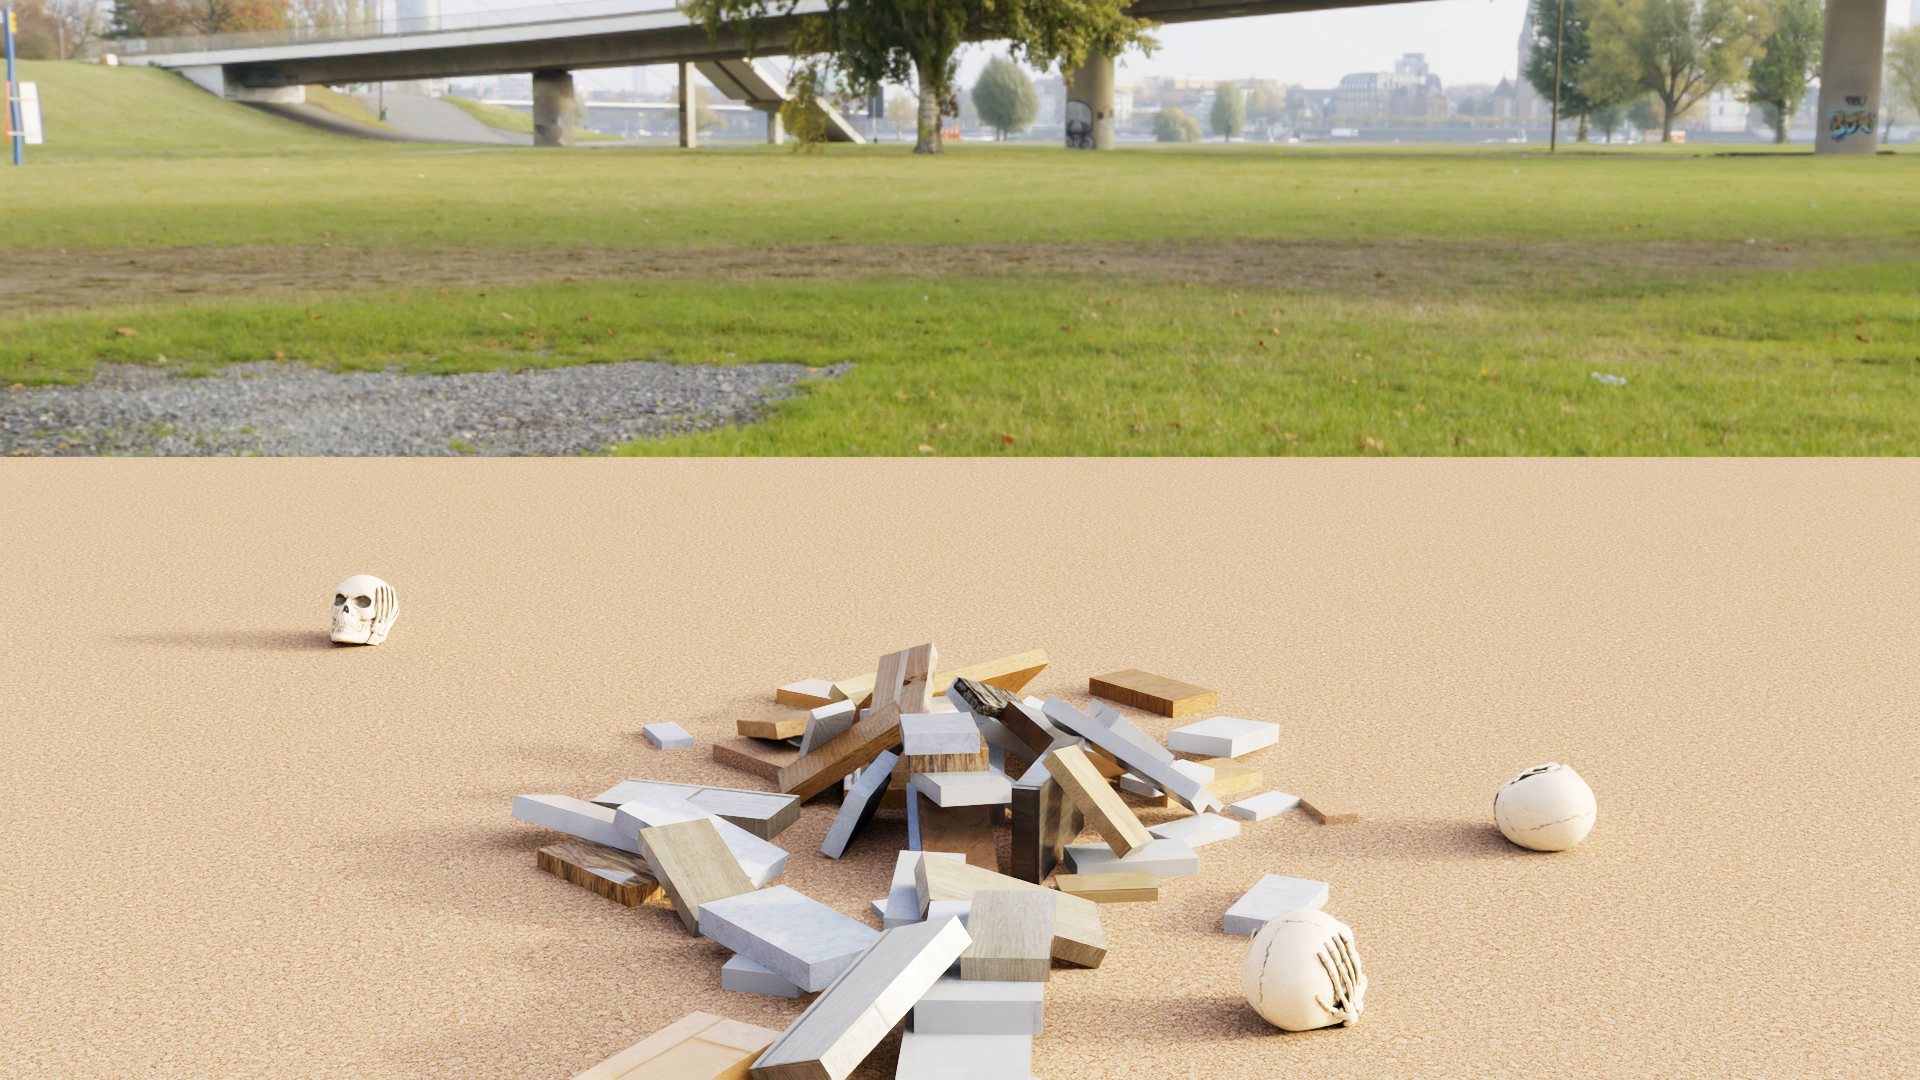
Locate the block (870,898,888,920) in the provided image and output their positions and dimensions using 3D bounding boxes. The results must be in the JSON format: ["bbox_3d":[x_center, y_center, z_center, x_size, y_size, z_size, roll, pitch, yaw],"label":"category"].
[{"bbox_3d":[-0.102,0.604,3.555,0.051,0.015,0.103,-4,11,-22],"label":"block"}]

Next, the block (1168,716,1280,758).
[{"bbox_3d":[0.541,0.401,4.489,0.135,0.038,0.270,6,5,28],"label":"block"}]

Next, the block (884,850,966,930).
[{"bbox_3d":[-0.053,0.546,3.398,0.104,0.030,0.209,2,21,5],"label":"block"}]

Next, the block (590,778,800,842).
[{"bbox_3d":[-0.487,0.497,4.054,0.352,0.043,0.152,4,11,18],"label":"block"}]

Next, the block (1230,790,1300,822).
[{"bbox_3d":[0.572,0.497,4.118,0.128,0.018,0.064,-9,14,-41],"label":"block"}]

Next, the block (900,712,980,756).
[{"bbox_3d":[-0.038,0.340,3.873,0.128,0.036,0.256,-1,3,-3],"label":"block"}]

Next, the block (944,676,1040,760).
[{"bbox_3d":[0.124,0.366,4.267,0.304,0.043,0.152,25,16,-38],"label":"block"}]

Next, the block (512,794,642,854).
[{"bbox_3d":[-0.633,0.502,3.881,0.292,0.038,0.135,11,-1,28],"label":"block"}]

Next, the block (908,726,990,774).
[{"bbox_3d":[-0.024,0.374,3.928,0.135,0.038,0.271,-1,3,-3],"label":"block"}]

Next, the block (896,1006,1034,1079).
[{"bbox_3d":[0.005,0.701,2.849,0.171,0.048,0.669,0,13,3],"label":"block"}]

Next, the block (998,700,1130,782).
[{"bbox_3d":[0.222,0.390,4.199,0.304,0.043,0.152,20,14,-49],"label":"block"}]

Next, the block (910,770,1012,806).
[{"bbox_3d":[-0.001,0.418,3.779,0.120,0.034,0.240,-2,3,-13],"label":"block"}]

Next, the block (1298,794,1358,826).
[{"bbox_3d":[0.685,0.501,4.097,0.064,0.018,0.128,-3,11,-14],"label":"block"}]

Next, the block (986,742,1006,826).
[{"bbox_3d":[0.003,0.439,4.168,0.162,0.046,0.324,0,23,0],"label":"block"}]

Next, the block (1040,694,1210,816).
[{"bbox_3d":[0.301,0.393,4.017,0.329,0.034,0.120,30,-10,22],"label":"block"}]

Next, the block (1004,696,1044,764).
[{"bbox_3d":[0.158,0.390,4.488,0.135,0.038,0.270,25,15,13],"label":"block"}]

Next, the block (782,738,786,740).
[{"bbox_3d":[-0.361,0.401,4.636,0.068,0.019,0.137,-7,13,-34],"label":"block"}]

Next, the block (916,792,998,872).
[{"bbox_3d":[-0.006,0.508,3.712,0.120,0.034,0.240,-1,30,-4],"label":"block"}]

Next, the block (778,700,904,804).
[{"bbox_3d":[-0.221,0.407,4.177,0.265,0.035,0.124,-32,17,0],"label":"block"}]

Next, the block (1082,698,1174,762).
[{"bbox_3d":[0.331,0.385,4.362,0.135,0.038,0.270,38,-3,-8],"label":"block"}]

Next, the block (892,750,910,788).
[{"bbox_3d":[-0.048,0.402,4.063,0.111,0.031,0.221,3,18,11],"label":"block"}]

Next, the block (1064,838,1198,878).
[{"bbox_3d":[0.294,0.551,3.794,0.213,0.030,0.107,-2,11,-10],"label":"block"}]

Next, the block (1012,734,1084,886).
[{"bbox_3d":[0.157,0.470,3.849,0.048,0.171,0.341,3,11,16],"label":"block"}]

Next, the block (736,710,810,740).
[{"bbox_3d":[-0.359,0.373,4.458,0.115,0.033,0.230,-9,1,-26],"label":"block"}]

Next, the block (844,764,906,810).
[{"bbox_3d":[-0.158,0.462,4.256,0.135,0.038,0.270,-1,11,-3],"label":"block"}]

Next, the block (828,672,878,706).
[{"bbox_3d":[-0.168,0.339,4.789,0.115,0.033,0.230,39,29,27],"label":"block"}]

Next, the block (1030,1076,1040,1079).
[{"bbox_3d":[0.068,0.720,2.932,0.046,0.013,0.092,-9,14,-40],"label":"block"}]

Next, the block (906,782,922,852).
[{"bbox_3d":[-0.036,0.503,3.854,0.111,0.031,0.221,-1,30,-3],"label":"block"}]

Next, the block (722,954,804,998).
[{"bbox_3d":[-0.261,0.632,3.352,0.120,0.034,0.239,3,11,16],"label":"block"}]

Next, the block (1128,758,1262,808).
[{"bbox_3d":[0.455,0.467,4.243,0.234,0.033,0.117,-7,13,-33],"label":"block"}]

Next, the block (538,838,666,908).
[{"bbox_3d":[-0.593,0.560,3.737,0.117,0.033,0.273,-10,14,-43],"label":"block"}]

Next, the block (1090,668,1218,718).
[{"bbox_3d":[0.429,0.341,4.906,0.135,0.038,0.270,-8,13,-38],"label":"block"}]

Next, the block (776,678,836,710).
[{"bbox_3d":[-0.279,0.350,4.869,0.234,0.033,0.117,8,13,36],"label":"block"}]

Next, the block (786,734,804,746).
[{"bbox_3d":[-0.275,0.414,4.448,0.137,0.019,0.068,13,-1,-23],"label":"block"}]

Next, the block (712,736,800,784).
[{"bbox_3d":[-0.370,0.438,4.393,0.124,0.035,0.247,-9,14,-41],"label":"block"}]

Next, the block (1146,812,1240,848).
[{"bbox_3d":[0.417,0.525,3.956,0.161,0.023,0.081,-8,13,-37],"label":"block"}]

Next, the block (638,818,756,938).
[{"bbox_3d":[-0.421,0.547,3.579,0.124,0.035,0.248,-6,32,-29],"label":"block"}]

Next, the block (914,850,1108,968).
[{"bbox_3d":[0.076,0.563,3.352,0.292,0.036,0.128,19,22,-15],"label":"block"}]

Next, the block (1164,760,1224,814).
[{"bbox_3d":[0.422,0.457,4.055,0.018,0.128,0.064,-51,9,-21],"label":"block"}]

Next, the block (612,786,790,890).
[{"bbox_3d":[-0.442,0.512,3.748,0.271,0.038,0.135,24,18,18],"label":"block"}]

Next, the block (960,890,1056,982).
[{"bbox_3d":[0.071,0.553,3.085,0.120,0.034,0.239,0,13,5],"label":"block"}]

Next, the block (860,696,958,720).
[{"bbox_3d":[-0.047,0.360,4.503,0.162,0.046,0.324,1,2,32],"label":"block"}]

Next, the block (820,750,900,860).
[{"bbox_3d":[-0.176,0.472,3.945,0.036,0.128,0.256,27,15,6],"label":"block"}]

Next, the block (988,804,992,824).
[{"bbox_3d":[-0.006,0.507,3.782,0.120,0.034,0.240,0,30,-2],"label":"block"}]

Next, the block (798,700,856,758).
[{"bbox_3d":[-0.258,0.376,4.236,0.084,0.168,0.024,-14,54,-26],"label":"block"}]

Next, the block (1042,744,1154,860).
[{"bbox_3d":[0.236,0.447,3.771,0.213,0.030,0.107,50,19,16],"label":"block"}]

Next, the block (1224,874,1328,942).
[{"bbox_3d":[0.514,0.594,3.562,0.107,0.030,0.213,5,12,26],"label":"block"}]

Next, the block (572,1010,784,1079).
[{"bbox_3d":[-0.381,0.710,2.904,0.154,0.044,0.309,6,12,30],"label":"block"}]

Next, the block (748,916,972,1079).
[{"bbox_3d":[-0.131,0.622,2.946,0.154,0.044,0.309,-21,14,45],"label":"block"}]

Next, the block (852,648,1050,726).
[{"bbox_3d":[-0.027,0.330,4.748,0.532,0.038,0.135,-11,-26,-46],"label":"block"}]

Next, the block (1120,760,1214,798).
[{"bbox_3d":[0.393,0.451,4.168,0.168,0.024,0.084,-9,14,-39],"label":"block"}]

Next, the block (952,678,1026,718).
[{"bbox_3d":[0.068,0.310,4.181,0.168,0.024,0.084,20,20,-48],"label":"block"}]

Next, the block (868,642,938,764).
[{"bbox_3d":[-0.116,0.319,4.352,0.115,0.033,0.347,-16,26,12],"label":"block"}]

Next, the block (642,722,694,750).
[{"bbox_3d":[-0.609,0.409,4.592,0.068,0.019,0.137,-5,12,-24],"label":"block"}]

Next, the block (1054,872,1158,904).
[{"bbox_3d":[0.243,0.580,3.663,0.161,0.023,0.081,-1,11,-6],"label":"block"}]

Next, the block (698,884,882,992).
[{"bbox_3d":[-0.248,0.598,3.320,0.154,0.044,0.309,-8,13,-37],"label":"block"}]

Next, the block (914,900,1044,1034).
[{"bbox_3d":[0.033,0.595,3.087,0.171,0.048,0.341,0,13,3],"label":"block"}]

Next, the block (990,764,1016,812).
[{"bbox_3d":[0.091,0.464,4.023,0.161,0.023,0.081,33,17,-7],"label":"block"}]
